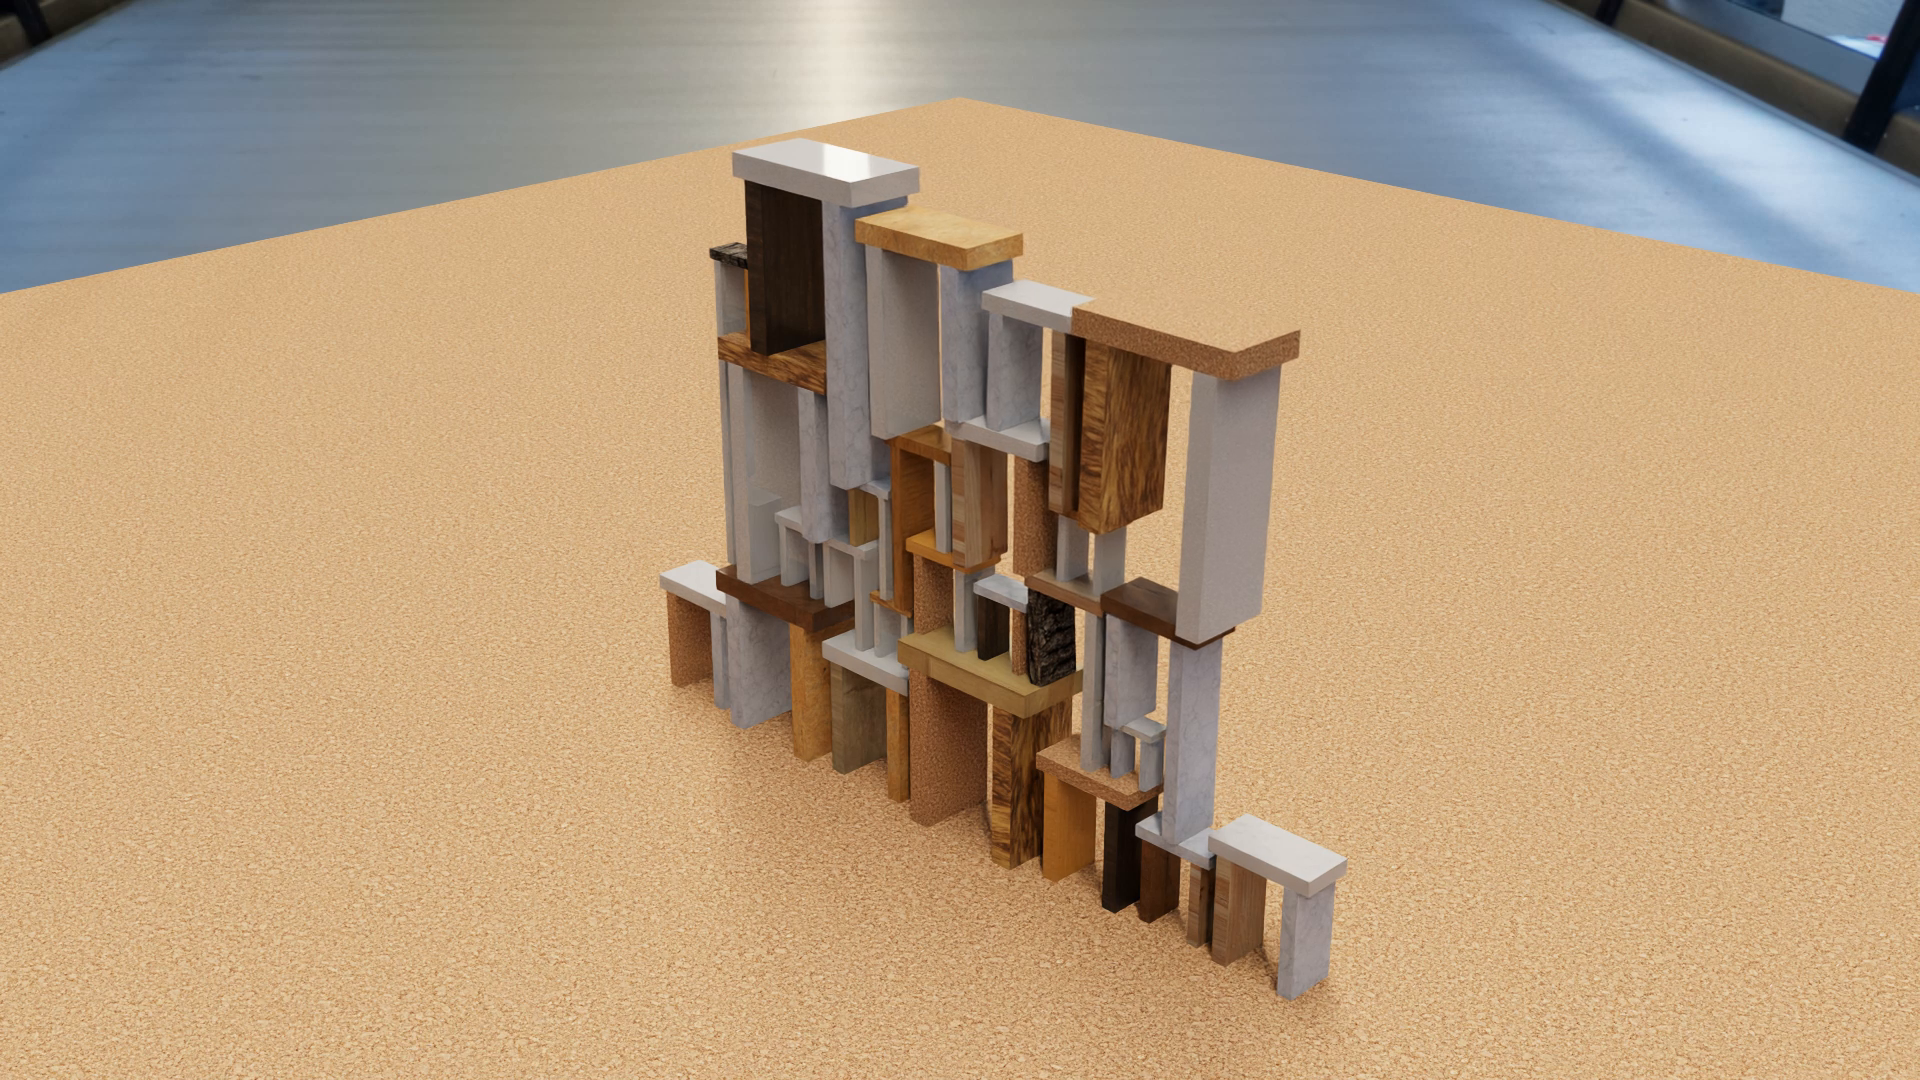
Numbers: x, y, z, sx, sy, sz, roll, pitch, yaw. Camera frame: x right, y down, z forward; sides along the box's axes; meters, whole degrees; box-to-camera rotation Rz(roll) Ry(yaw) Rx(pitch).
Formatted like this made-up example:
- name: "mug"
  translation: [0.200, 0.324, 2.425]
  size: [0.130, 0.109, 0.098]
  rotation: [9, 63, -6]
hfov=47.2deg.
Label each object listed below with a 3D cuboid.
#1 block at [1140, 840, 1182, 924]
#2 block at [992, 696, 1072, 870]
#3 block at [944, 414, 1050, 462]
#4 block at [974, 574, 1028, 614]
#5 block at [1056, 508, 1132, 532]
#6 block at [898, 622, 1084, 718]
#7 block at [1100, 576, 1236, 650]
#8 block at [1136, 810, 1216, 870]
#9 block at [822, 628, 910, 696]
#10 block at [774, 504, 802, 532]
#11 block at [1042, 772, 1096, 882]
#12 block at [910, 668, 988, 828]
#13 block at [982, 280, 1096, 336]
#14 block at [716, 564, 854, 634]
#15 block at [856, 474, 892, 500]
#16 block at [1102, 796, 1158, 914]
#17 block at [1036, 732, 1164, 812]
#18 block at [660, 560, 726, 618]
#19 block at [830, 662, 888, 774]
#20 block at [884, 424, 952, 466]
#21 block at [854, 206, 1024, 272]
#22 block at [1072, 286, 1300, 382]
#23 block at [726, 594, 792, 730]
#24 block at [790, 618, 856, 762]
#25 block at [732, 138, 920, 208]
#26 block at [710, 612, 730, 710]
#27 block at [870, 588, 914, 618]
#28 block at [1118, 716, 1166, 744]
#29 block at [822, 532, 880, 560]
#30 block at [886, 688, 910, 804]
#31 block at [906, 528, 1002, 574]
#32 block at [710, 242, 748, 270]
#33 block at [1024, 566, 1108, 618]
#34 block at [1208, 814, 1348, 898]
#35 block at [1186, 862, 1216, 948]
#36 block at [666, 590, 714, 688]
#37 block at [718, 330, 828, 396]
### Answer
- name: "block"
  translation: [0.373, 0.618, 4.083]
  size: [0.024, 0.172, 0.086]
  rotation: [21, 31, 41]
- name: "block"
  translation: [0.139, 0.452, 4.257]
  size: [0.048, 0.342, 0.171]
  rotation: [21, 31, 41]
- name: "block"
  translation: [0.094, -0.200, 4.028]
  size: [0.232, 0.033, 0.116]
  rotation: [20, 30, 41]
- name: "block"
  translation: [0.097, 0.100, 4.155]
  size: [0.135, 0.019, 0.068]
  rotation: [21, 31, 41]
- name: "block"
  translation: [0.239, -0.049, 3.950]
  size: [0.131, 0.019, 0.066]
  rotation: [22, 31, 40]
- name: "block"
  translation: [0.059, 0.241, 4.255]
  size: [0.342, 0.048, 0.171]
  rotation: [21, 31, 41]
- name: "block"
  translation: [0.366, 0.128, 3.883]
  size: [0.219, 0.031, 0.109]
  rotation: [23, 32, 40]
- name: "block"
  translation: [0.413, 0.544, 4.008]
  size: [0.086, 0.024, 0.172]
  rotation: [-21, 31, -41]
- name: "block"
  translation: [-0.150, 0.243, 4.494]
  size: [0.126, 0.036, 0.253]
  rotation: [-21, 31, -41]
- name: "block"
  translation: [-0.312, -0.037, 4.556]
  size: [0.069, 0.020, 0.139]
  rotation: [-21, 31, -41]
- name: "block"
  translation: [0.211, 0.532, 4.215]
  size: [0.032, 0.229, 0.114]
  rotation: [21, 31, 41]
- name: "block"
  translation: [-0.022, 0.389, 4.406]
  size: [0.048, 0.342, 0.171]
  rotation: [21, 31, 41]
- name: "block"
  translation: [0.156, -0.411, 3.873]
  size: [0.221, 0.031, 0.111]
  rotation: [21, 31, 40]
- name: "block"
  translation: [-0.357, 0.107, 4.653]
  size: [0.312, 0.044, 0.156]
  rotation: [21, 31, 41]
- name: "block"
  translation: [-0.163, -0.113, 4.351]
  size: [0.065, 0.018, 0.130]
  rotation: [-21, 31, -40]
- name: "block"
  translation: [0.319, 0.574, 4.116]
  size: [0.032, 0.229, 0.114]
  rotation: [21, 31, 41]
- name: "block"
  translation: [0.265, 0.433, 4.115]
  size: [0.114, 0.032, 0.229]
  rotation: [-21, 31, -41]
- name: "block"
  translation: [-0.548, 0.107, 4.872]
  size: [0.232, 0.033, 0.116]
  rotation: [21, 31, 41]
- name: "block"
  translation: [-0.210, 0.353, 4.605]
  size: [0.036, 0.253, 0.126]
  rotation: [21, 31, 41]
- name: "block"
  translation: [-0.051, -0.187, 4.202]
  size: [0.090, 0.026, 0.181]
  rotation: [-21, 30, -40]
- name: "block"
  translation: [-0.040, -0.554, 4.022]
  size: [0.146, 0.041, 0.292]
  rotation: [-22, 31, -40]
- name: "block"
  translation: [0.375, -0.348, 3.677]
  size: [0.348, 0.049, 0.174]
  rotation: [21, 31, 40]
- name: "block"
  translation: [-0.430, 0.242, 4.791]
  size: [0.044, 0.312, 0.156]
  rotation: [21, 31, 41]
- name: "block"
  translation: [-0.283, 0.299, 4.655]
  size: [0.044, 0.312, 0.156]
  rotation: [21, 31, 41]
- name: "block"
  translation: [-0.259, -0.704, 4.205]
  size: [0.173, 0.049, 0.347]
  rotation: [-21, 31, -40]
- name: "block"
  translation: [-0.493, 0.250, 4.873]
  size: [0.033, 0.232, 0.116]
  rotation: [21, 31, 41]
- name: "block"
  translation: [-0.118, 0.122, 4.405]
  size: [0.060, 0.017, 0.120]
  rotation: [-21, 31, -40]
- name: "block"
  translation: [0.325, 0.339, 4.009]
  size: [0.103, 0.015, 0.052]
  rotation: [21, 31, 41]
- name: "block"
  translation: [-0.215, 0.003, 4.458]
  size: [0.070, 0.020, 0.140]
  rotation: [-21, 31, -40]
- name: "block"
  translation: [-0.091, 0.400, 4.495]
  size: [0.036, 0.253, 0.126]
  rotation: [21, 31, 41]
- name: "block"
  translation: [-0.013, 0.020, 4.243]
  size: [0.172, 0.024, 0.086]
  rotation: [20, 30, 39]
- name: "block"
  translation: [-0.434, -0.574, 4.453]
  size: [0.144, 0.020, 0.072]
  rotation: [21, 31, 41]
- name: "block"
  translation: [0.221, 0.086, 4.026]
  size: [0.097, 0.027, 0.194]
  rotation: [-21, 31, -41]
- name: "block"
  translation: [0.556, 0.551, 3.857]
  size: [0.220, 0.031, 0.110]
  rotation: [21, 31, 41]
- name: "block"
  translation: [0.454, 0.650, 4.008]
  size: [0.024, 0.172, 0.086]
  rotation: [21, 31, 41]
- name: "block"
  translation: [-0.602, 0.208, 4.974]
  size: [0.033, 0.232, 0.116]
  rotation: [21, 31, 41]
- name: "block"
  translation: [-0.321, -0.369, 4.424]
  size: [0.323, 0.046, 0.162]
  rotation: [21, 31, 41]
